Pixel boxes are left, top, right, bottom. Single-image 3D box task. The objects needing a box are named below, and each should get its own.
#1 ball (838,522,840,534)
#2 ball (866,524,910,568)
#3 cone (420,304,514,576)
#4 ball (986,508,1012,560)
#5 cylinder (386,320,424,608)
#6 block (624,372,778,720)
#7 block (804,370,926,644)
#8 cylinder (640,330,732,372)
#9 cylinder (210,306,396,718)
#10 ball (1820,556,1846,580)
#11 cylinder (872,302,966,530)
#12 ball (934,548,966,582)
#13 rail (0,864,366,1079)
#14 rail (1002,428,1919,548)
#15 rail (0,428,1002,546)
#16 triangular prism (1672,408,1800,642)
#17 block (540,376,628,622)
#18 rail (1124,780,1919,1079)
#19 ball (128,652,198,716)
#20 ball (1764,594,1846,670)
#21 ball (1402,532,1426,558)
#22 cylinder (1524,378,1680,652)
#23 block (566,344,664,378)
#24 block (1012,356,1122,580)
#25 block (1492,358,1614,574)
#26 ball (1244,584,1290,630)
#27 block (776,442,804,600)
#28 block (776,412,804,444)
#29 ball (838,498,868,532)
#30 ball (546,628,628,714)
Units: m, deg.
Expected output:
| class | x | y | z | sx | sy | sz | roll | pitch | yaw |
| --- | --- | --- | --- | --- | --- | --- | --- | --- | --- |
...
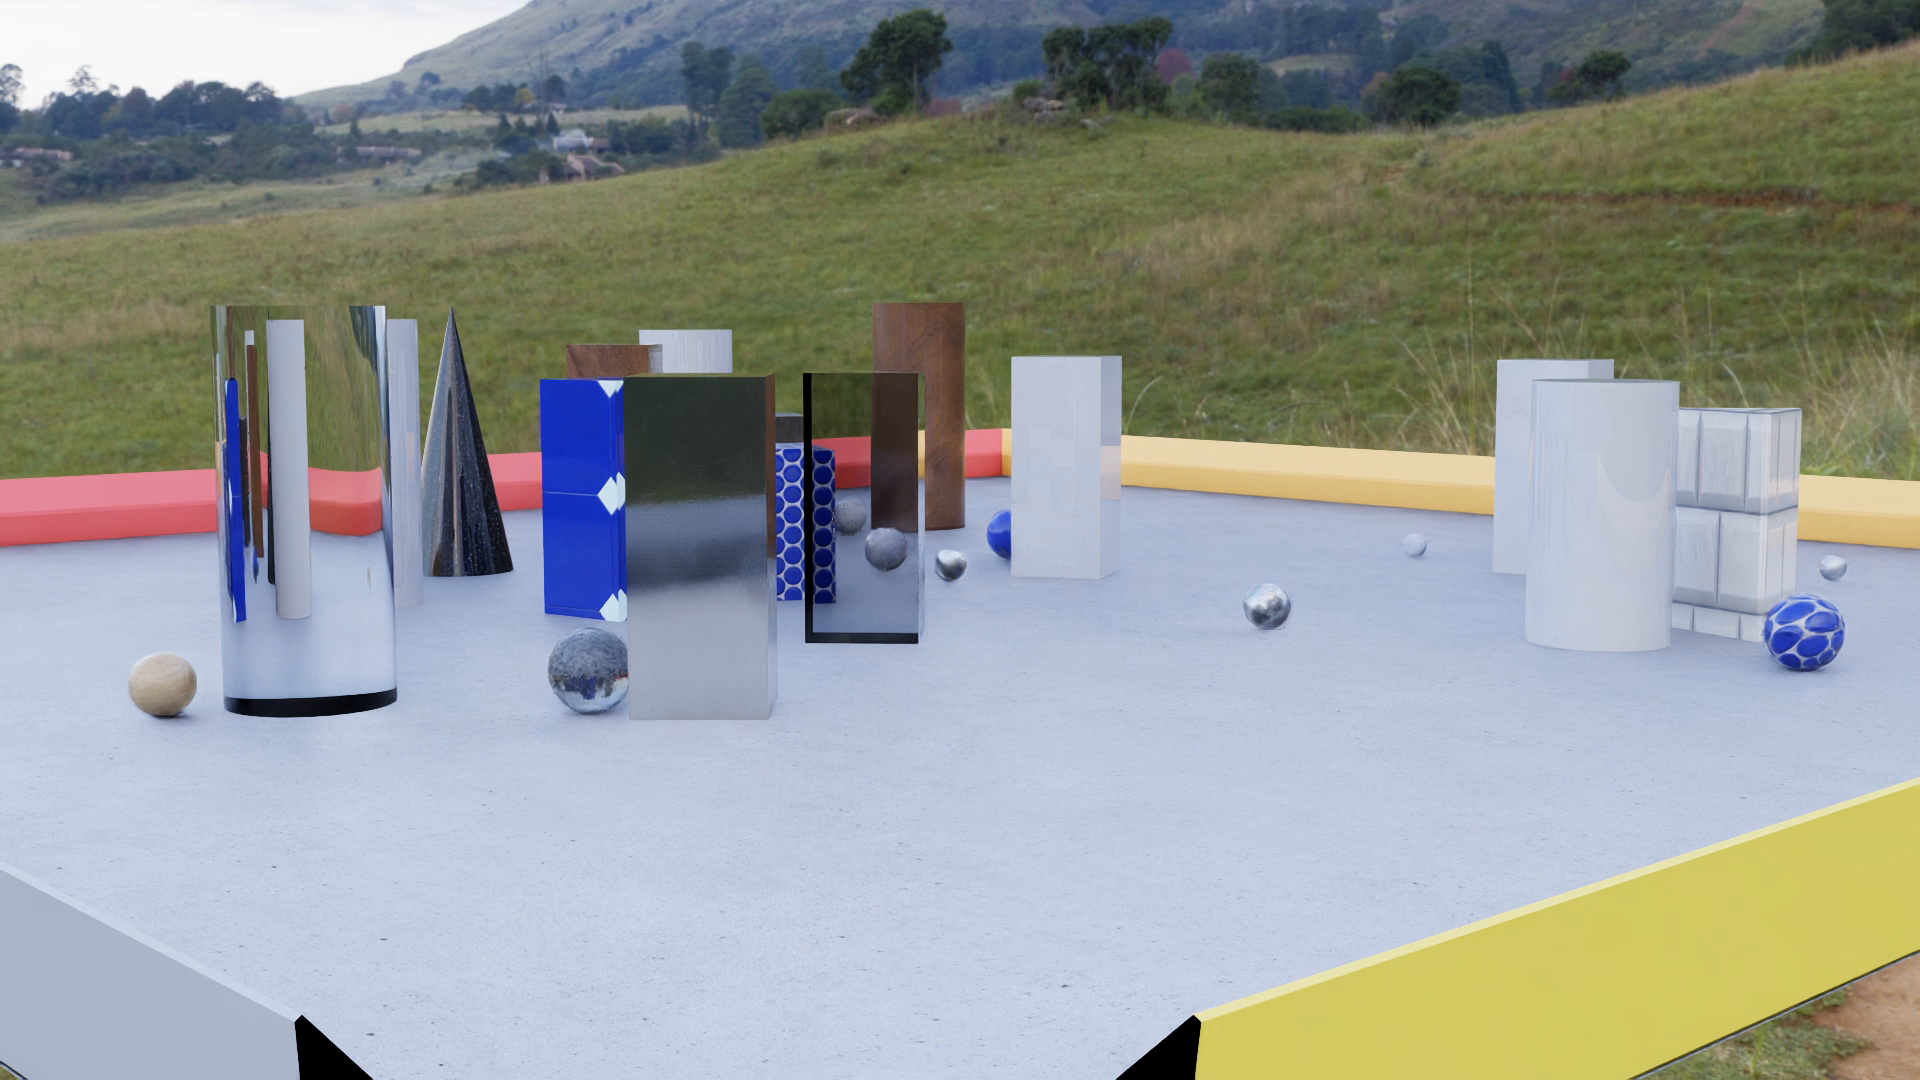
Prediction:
| class | x | y | z | sx | sy | sz | roll | pitch | yaw |
| --- | --- | --- | --- | --- | --- | --- | --- | --- | --- |
| ball | -0.258 | -0.021 | 4.109 | 0.068 | 0.068 | 0.068 | 0 | 6 | 0 |
| ball | -0.124 | 0.009 | 3.782 | 0.075 | 0.075 | 0.075 | 0 | 6 | 0 |
| cone | -0.855 | -0.173 | 3.718 | 0.189 | 0.451 | 0.189 | 0 | 6 | 0 |
| ball | 0.092 | -0.011 | 3.897 | 0.092 | 0.092 | 0.092 | 0 | 6 | 0 |
| cylinder | -0.907 | -0.117 | 3.305 | 0.189 | 0.427 | 0.189 | 0 | 6 | 0 |
| block | -0.284 | 0.003 | 2.438 | 0.151 | 0.371 | 0.151 | 0 | 6 | -1 |
| block | -0.128 | -0.049 | 2.980 | 0.151 | 0.359 | 0.151 | 0 | 6 | 2 |
| cylinder | -0.563 | -0.233 | 4.531 | 0.189 | 0.399 | 0.189 | 0 | 6 | 0 |
| cylinder | -0.734 | -0.038 | 2.467 | 0.189 | 0.446 | 0.189 | 0 | 6 | 0 |
| ball | 1.427 | 0.046 | 3.595 | 0.042 | 0.042 | 0.042 | 0 | 6 | 0 |
| cylinder | -0.083 | -0.254 | 4.472 | 0.189 | 0.454 | 0.189 | 0 | 6 | 0 |
| ball | -0.016 | 0.041 | 3.588 | 0.053 | 0.053 | 0.053 | 0 | 6 | 0 |
| rail | -1.312 | 0.159 | 2.128 | 0.045 | 0.123 | 3.587 | -6 | 8 | -42 |
| rail | 1.312 | -0.095 | 4.536 | 0.045 | 0.123 | 3.587 | -6 | 8 | -42 |
| rail | -1.200 | -0.105 | 4.626 | 3.617 | 0.123 | 0.045 | -6 | 8 | -42 |
| triangular prism | 1.056 | -0.027 | 3.029 | 0.142 | 0.306 | 0.164 | 4 | 7 | 34 |
| block | -0.502 | -0.065 | 3.214 | 0.151 | 0.342 | 0.151 | 4 | 7 | 36 |
| rail | 1.200 | 0.169 | 2.039 | 3.617 | 0.123 | 0.045 | -6 | 8 | -42 |
| ball | -0.870 | 0.157 | 2.402 | 0.071 | 0.071 | 0.071 | 0 | 6 | 0 |
| ball | 1.040 | 0.113 | 2.707 | 0.095 | 0.095 | 0.095 | 0 | 6 | 0 |
| ball | 0.810 | 0.009 | 3.924 | 0.045 | 0.045 | 0.045 | 0 | 6 | 0 |
| cylinder | 0.855 | -0.038 | 2.931 | 0.189 | 0.348 | 0.189 | 0 | 6 | 0 |
| block | -0.642 | -0.177 | 4.113 | 0.151 | 0.377 | 0.151 | 0 | 6 | 2 |
| block | 0.180 | -0.126 | 3.692 | 0.151 | 0.364 | 0.151 | 2 | 6 | 17 |
| block | 1.002 | -0.125 | 3.714 | 0.151 | 0.357 | 0.151 | 4 | 7 | 32 |
| ball | 0.426 | 0.092 | 3.048 | 0.065 | 0.065 | 0.065 | 0 | 6 | 0 |
| block | -0.278 | -0.031 | 3.417 | 0.151 | 0.231 | 0.151 | -2 | 6 | -15 |
| block | -0.385 | -0.125 | 4.279 | 0.151 | 0.238 | 0.151 | -1 | 6 | -13 |
| ball | -0.216 | -0.050 | 4.377 | 0.069 | 0.069 | 0.069 | 0 | 6 | 0 |
| ball | -0.407 | 0.144 | 2.421 | 0.094 | 0.094 | 0.094 | 0 | 6 | 0 |
